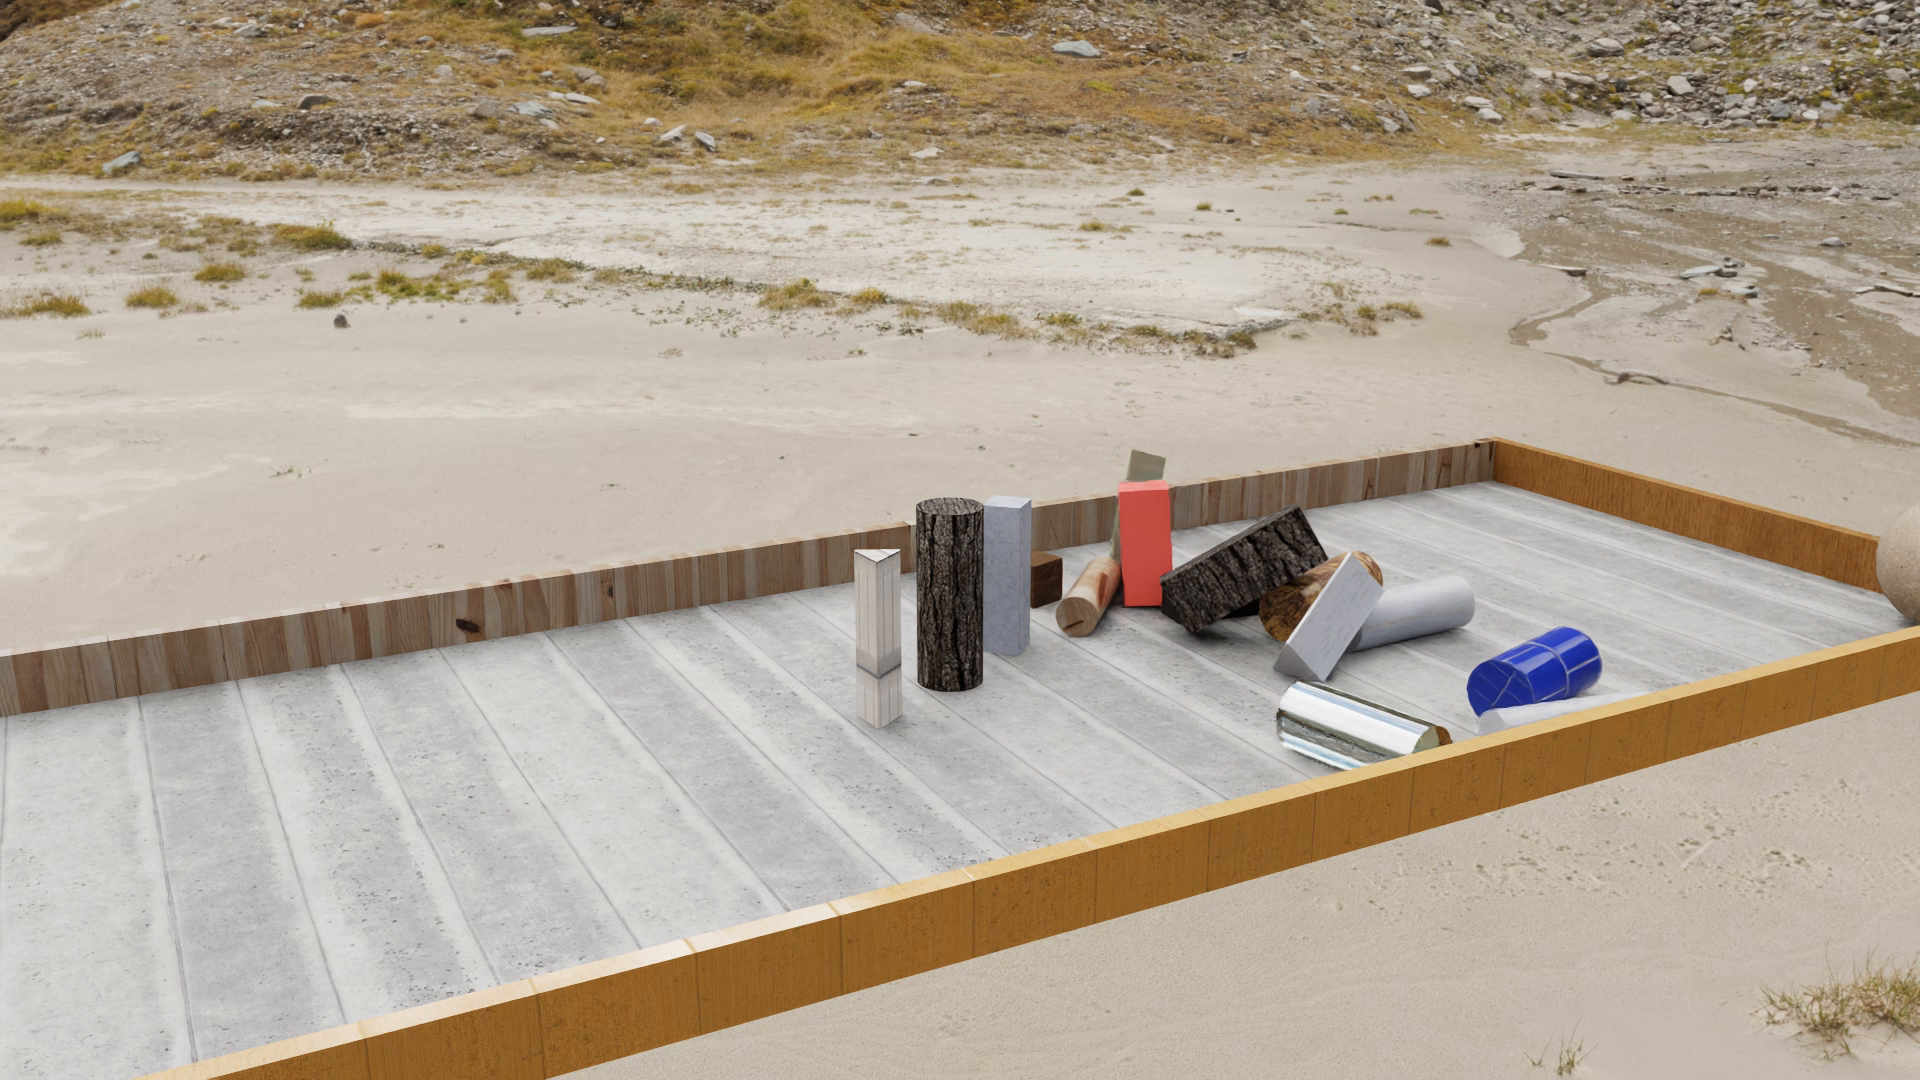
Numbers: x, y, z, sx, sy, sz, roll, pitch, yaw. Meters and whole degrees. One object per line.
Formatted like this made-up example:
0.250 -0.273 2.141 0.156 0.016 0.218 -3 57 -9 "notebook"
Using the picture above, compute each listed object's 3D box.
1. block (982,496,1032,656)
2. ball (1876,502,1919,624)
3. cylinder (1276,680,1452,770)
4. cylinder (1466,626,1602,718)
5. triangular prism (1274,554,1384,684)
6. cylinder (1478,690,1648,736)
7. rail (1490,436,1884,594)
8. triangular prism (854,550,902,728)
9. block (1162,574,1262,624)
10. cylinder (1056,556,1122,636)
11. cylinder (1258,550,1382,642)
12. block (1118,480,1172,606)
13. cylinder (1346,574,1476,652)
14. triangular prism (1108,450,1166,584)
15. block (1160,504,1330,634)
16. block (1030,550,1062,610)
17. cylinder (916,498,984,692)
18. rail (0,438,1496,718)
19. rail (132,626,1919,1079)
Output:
0.121 0.093 4.328 0.103 0.401 0.103 6 17 18 "block"
2.673 0.063 4.440 0.366 0.366 0.366 0 16 0 "ball"
0.877 0.431 3.601 0.163 0.163 0.347 -13 21 -38 "cylinder"
1.375 0.327 3.940 0.337 0.168 0.168 -15 22 -42 "cylinder"
0.929 0.189 4.207 0.144 0.125 0.333 15 53 40 "triangular prism"
1.383 0.416 3.747 0.402 0.108 0.108 -5 17 -17 "cylinder"
2.466 -0.048 5.253 0.050 0.150 2.100 -9 18 -27 "rail"
-0.178 0.225 3.862 0.091 0.409 0.105 -10 19 -31 "triangular prism"
0.761 0.147 4.652 0.369 0.115 0.115 -6 17 -19 "block"
0.366 0.155 4.625 0.114 0.114 0.386 5 17 15 "cylinder"
1.000 0.152 4.554 0.160 0.160 0.414 13 21 38 "cylinder"
0.530 0.009 4.704 0.138 0.333 0.138 -3 13 5 "block"
1.183 0.195 4.431 0.408 0.145 0.145 -9 19 -28 "cylinder"
0.495 -0.066 4.898 0.123 0.390 0.107 13 -3 -29 "triangular prism"
0.757 0.077 4.426 0.416 0.159 0.159 -29 1 7 "block"
0.119 0.087 4.835 0.370 0.126 0.126 15 22 42 "block"
-0.025 0.135 4.091 0.166 0.454 0.166 0 16 0 "cylinder"
-3.305 0.497 3.399 12.000 0.150 0.050 -9 18 -27 "rail"
-2.336 1.006 1.665 12.000 0.150 0.050 -9 18 -27 "rail"
